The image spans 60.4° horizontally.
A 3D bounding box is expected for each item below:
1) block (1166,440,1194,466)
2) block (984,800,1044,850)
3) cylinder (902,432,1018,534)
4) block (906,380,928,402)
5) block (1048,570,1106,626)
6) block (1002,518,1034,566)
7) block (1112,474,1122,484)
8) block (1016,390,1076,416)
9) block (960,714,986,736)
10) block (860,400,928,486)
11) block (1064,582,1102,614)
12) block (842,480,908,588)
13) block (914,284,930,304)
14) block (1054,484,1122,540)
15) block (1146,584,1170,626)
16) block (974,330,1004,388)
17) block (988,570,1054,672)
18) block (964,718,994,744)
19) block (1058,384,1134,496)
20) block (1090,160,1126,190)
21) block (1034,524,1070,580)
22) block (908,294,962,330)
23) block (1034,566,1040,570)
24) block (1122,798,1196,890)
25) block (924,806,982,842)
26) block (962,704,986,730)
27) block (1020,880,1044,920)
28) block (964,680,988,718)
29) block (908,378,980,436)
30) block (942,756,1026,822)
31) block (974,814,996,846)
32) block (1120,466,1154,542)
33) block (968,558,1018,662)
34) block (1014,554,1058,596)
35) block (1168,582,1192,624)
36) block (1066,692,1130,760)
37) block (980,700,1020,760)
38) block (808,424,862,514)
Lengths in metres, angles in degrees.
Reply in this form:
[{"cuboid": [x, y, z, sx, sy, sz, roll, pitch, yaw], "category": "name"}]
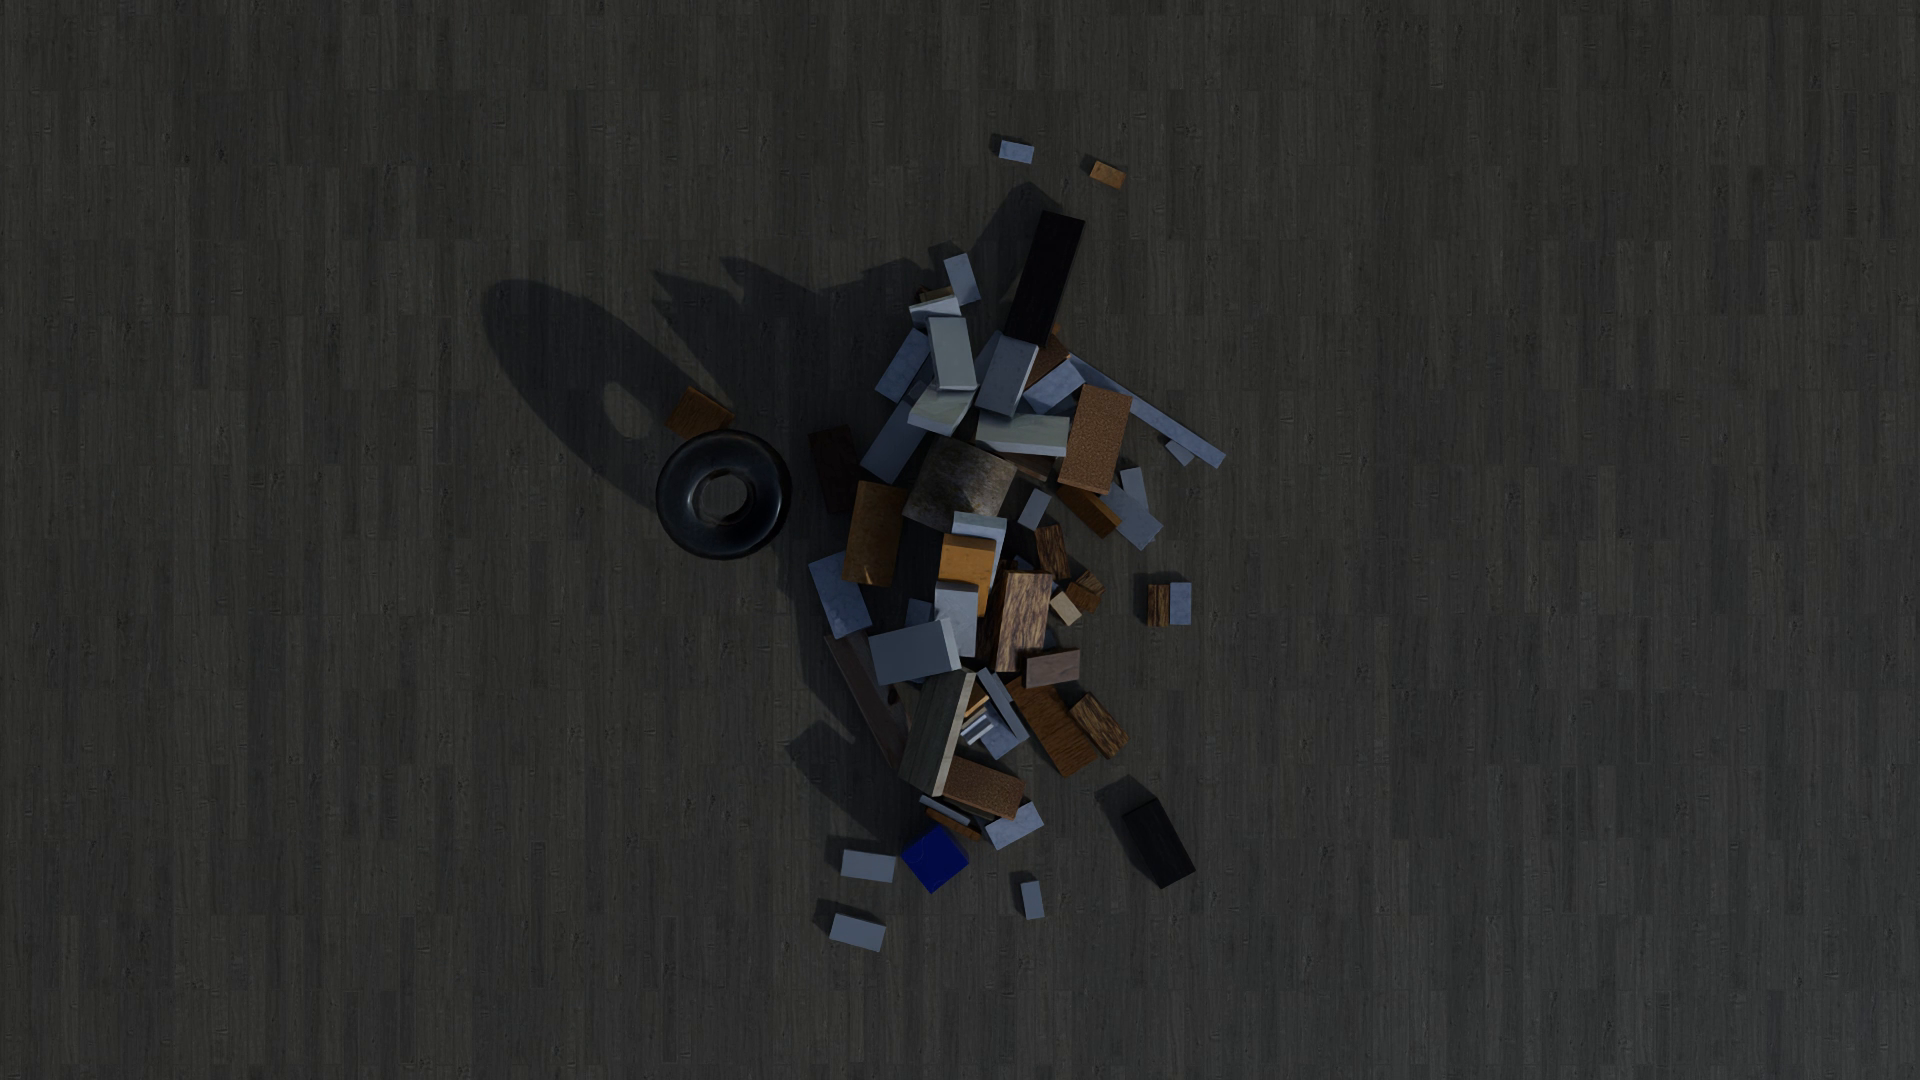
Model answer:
[{"cuboid": [0.732, -0.295, 5.493, 0.047, 0.013, 0.095, -43, 90, 0], "category": "block"}, {"cuboid": [0.179, 0.948, 5.475, 0.178, 0.025, 0.089, -27, 90, -8], "category": "block"}, {"cuboid": [-0.002, -0.158, 5.356, 0.289, 0.289, 0.289, 23, 90, 0], "category": "cylinder"}, {"cuboid": [-0.106, -0.465, 5.467, 0.130, 0.018, 0.065, 39, 82, -18], "category": "block"}, {"cuboid": [0.389, 0.193, 5.487, 0.182, 0.026, 0.091, -42, 90, 0], "category": "block"}, {"cuboid": [0.182, 0.027, 5.487, 0.091, 0.026, 0.182, -18, 90, 0], "category": "block"}, {"cuboid": [0.490, -0.216, 5.493, 0.049, 0.014, 0.098, -33, 90, 0], "category": "block"}, {"cuboid": [0.258, -0.459, 5.461, 0.222, 0.031, 0.111, -19, 91, 2], "category": "block"}, {"cuboid": [-0.009, 0.539, 5.425, 0.101, 0.029, 0.202, -38, 57, -1], "category": "block"}, {"cuboid": [-0.210, -0.323, 5.469, 0.128, 0.036, 0.256, 34, 95, -1], "category": "block"}, {"cuboid": [0.404, 0.191, 5.466, 0.117, 0.017, 0.059, 29, 90, 0], "category": "block"}, {"cuboid": [-0.280, -0.018, 5.434, 0.166, 0.047, 0.331, 10, 90, -34], "category": "block"}, {"cuboid": [-0.093, -0.802, 5.492, 0.112, 0.016, 0.056, 24, 90, 0], "category": "block"}, {"cuboid": [0.423, -0.109, 5.444, 0.222, 0.111, 0.031, 44, 59, 0], "category": "block"}, {"cuboid": [0.659, 0.218, 5.490, 0.070, 0.020, 0.140, 1, 90, 0], "category": "block"}, {"cuboid": [0.107, -0.595, 5.486, 0.095, 0.027, 0.191, 35, 90, 0], "category": "block"}, {"cuboid": [0.199, 0.264, 5.374, 0.165, 0.047, 0.330, 2, 103, -26], "category": "block"}, {"cuboid": [0.015, 0.569, 5.433, 0.099, 0.028, 0.198, -38, 57, -1], "category": "block"}, {"cuboid": [0.443, -0.331, 5.406, 0.169, 0.048, 0.338, 15, 74, 1], "category": "block"}, {"cuboid": [0.493, -1.215, 5.492, 0.110, 0.016, 0.055, 24, 90, 0], "category": "block"}, {"cuboid": [0.306, 0.044, 5.487, 0.091, 0.026, 0.182, -11, 90, 0], "category": "block"}, {"cuboid": [-0.081, -0.755, 5.465, 0.161, 0.023, 0.081, -15, 126, 2], "category": "block"}, {"cuboid": [0.240, 0.146, 5.415, 0.055, 0.016, 0.110, 33, 96, 0], "category": "block"}, {"cuboid": [0.661, 1.008, 5.481, 0.135, 0.038, 0.269, -28, 90, 0], "category": "block"}, {"cuboid": [-0.023, 0.933, 5.451, 0.198, 0.099, 0.028, 28, 90, 0], "category": "block"}, {"cuboid": [-0.010, 0.514, 5.404, 0.101, 0.029, 0.202, -39, 57, -2], "category": "block"}, {"cuboid": [0.241, 1.198, 5.491, 0.061, 0.017, 0.122, -10, 90, 0], "category": "block"}, {"cuboid": [-0.003, 0.475, 5.388, 0.101, 0.029, 0.202, -40, 57, -2], "category": "block"}, {"cuboid": [-0.050, -0.444, 5.359, 0.148, 0.295, 0.042, 19, 127, 9], "category": "block"}, {"cuboid": [0.074, 0.819, 5.457, 0.265, 0.037, 0.132, 20, 67, 0], "category": "block"}, {"cuboid": [0.098, 0.948, 5.491, 0.061, 0.017, 0.122, -30, 90, 0], "category": "block"}, {"cuboid": [0.590, -0.113, 5.490, 0.070, 0.020, 0.251, -11, 90, 0], "category": "block"}, {"cuboid": [0.075, 0.220, 5.415, 0.169, 0.048, 0.338, 12, 95, 2], "category": "block"}, {"cuboid": [0.157, 0.234, 5.459, 0.169, 0.048, 0.338, 36, 96, 0], "category": "block"}, {"cuboid": [0.733, 0.211, 5.490, 0.070, 0.020, 0.140, 1, 90, 0], "category": "block"}, {"cuboid": [0.459, 0.614, 5.465, 0.104, 0.029, 0.208, -41, 90, -24], "category": "block"}, {"cuboid": [0.101, 0.621, 5.469, 0.099, 0.028, 0.198, -36, 90, 0], "category": "block"}, {"cuboid": [-0.403, -0.233, 5.455, 0.136, 0.039, 0.273, -14, 90, 0], "category": "block"}]
